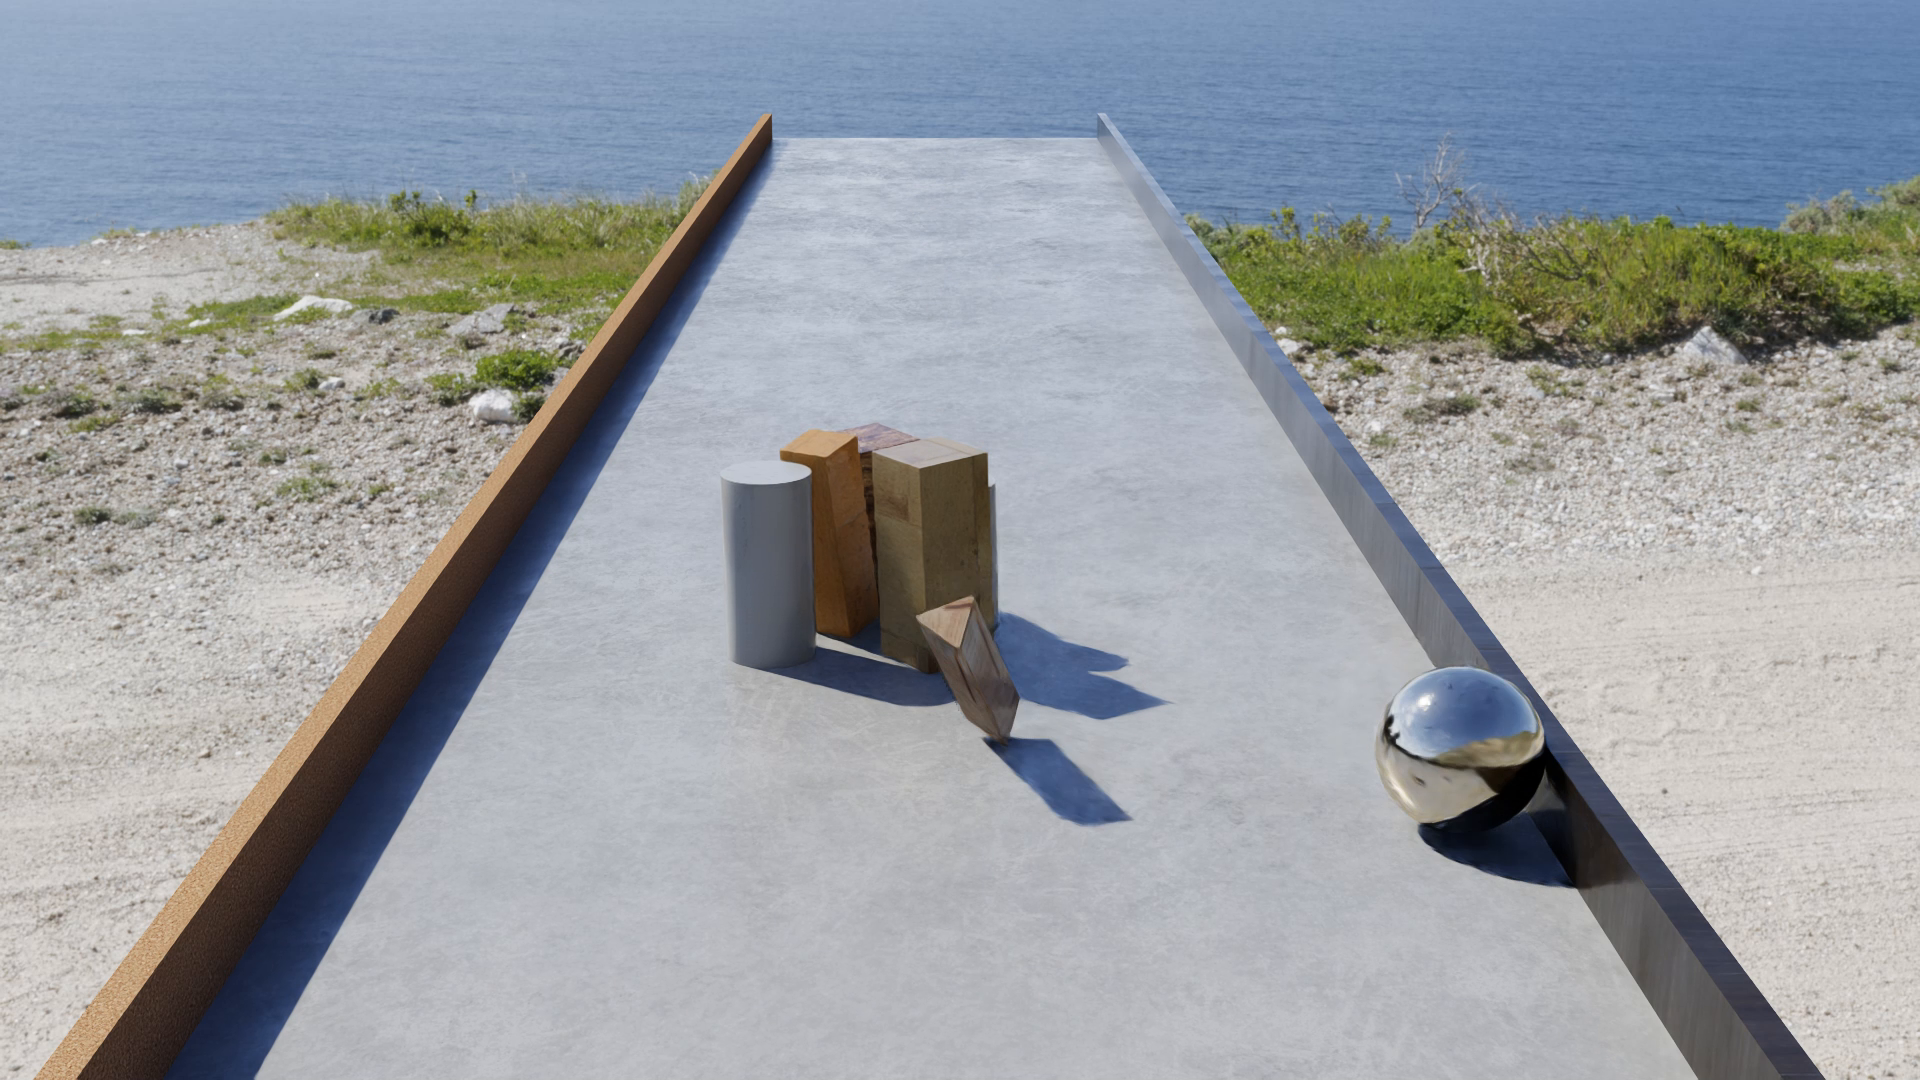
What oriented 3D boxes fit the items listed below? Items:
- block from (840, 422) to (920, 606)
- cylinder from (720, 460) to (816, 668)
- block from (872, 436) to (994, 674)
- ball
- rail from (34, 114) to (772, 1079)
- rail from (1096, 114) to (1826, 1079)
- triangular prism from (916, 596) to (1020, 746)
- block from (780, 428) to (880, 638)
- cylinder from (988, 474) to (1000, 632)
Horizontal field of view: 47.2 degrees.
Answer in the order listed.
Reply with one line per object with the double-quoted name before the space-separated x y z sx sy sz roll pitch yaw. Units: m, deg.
"block" -0.196 -0.044 4.723 0.177 0.361 0.177 -15 22 -31
"cylinder" -0.382 0.048 4.397 0.180 0.380 0.180 0 17 0
"block" -0.052 0.028 4.375 0.164 0.424 0.164 -15 22 -33
"ball" 0.816 0.342 3.590 0.274 0.274 0.274 0 17 0
"rail" -1.118 -0.838 7.780 0.050 0.150 12.000 0 17 -1
"rail" 0.932 -0.844 7.801 0.050 0.150 12.000 0 17 -1
"triangular prism" 0.035 0.221 3.872 0.103 0.349 0.090 35 72 33
"block" -0.266 -0.012 4.523 0.113 0.411 0.113 10 30 30
"cylinder" 0.016 0.031 4.543 0.123 0.322 0.123 -1 21 1
